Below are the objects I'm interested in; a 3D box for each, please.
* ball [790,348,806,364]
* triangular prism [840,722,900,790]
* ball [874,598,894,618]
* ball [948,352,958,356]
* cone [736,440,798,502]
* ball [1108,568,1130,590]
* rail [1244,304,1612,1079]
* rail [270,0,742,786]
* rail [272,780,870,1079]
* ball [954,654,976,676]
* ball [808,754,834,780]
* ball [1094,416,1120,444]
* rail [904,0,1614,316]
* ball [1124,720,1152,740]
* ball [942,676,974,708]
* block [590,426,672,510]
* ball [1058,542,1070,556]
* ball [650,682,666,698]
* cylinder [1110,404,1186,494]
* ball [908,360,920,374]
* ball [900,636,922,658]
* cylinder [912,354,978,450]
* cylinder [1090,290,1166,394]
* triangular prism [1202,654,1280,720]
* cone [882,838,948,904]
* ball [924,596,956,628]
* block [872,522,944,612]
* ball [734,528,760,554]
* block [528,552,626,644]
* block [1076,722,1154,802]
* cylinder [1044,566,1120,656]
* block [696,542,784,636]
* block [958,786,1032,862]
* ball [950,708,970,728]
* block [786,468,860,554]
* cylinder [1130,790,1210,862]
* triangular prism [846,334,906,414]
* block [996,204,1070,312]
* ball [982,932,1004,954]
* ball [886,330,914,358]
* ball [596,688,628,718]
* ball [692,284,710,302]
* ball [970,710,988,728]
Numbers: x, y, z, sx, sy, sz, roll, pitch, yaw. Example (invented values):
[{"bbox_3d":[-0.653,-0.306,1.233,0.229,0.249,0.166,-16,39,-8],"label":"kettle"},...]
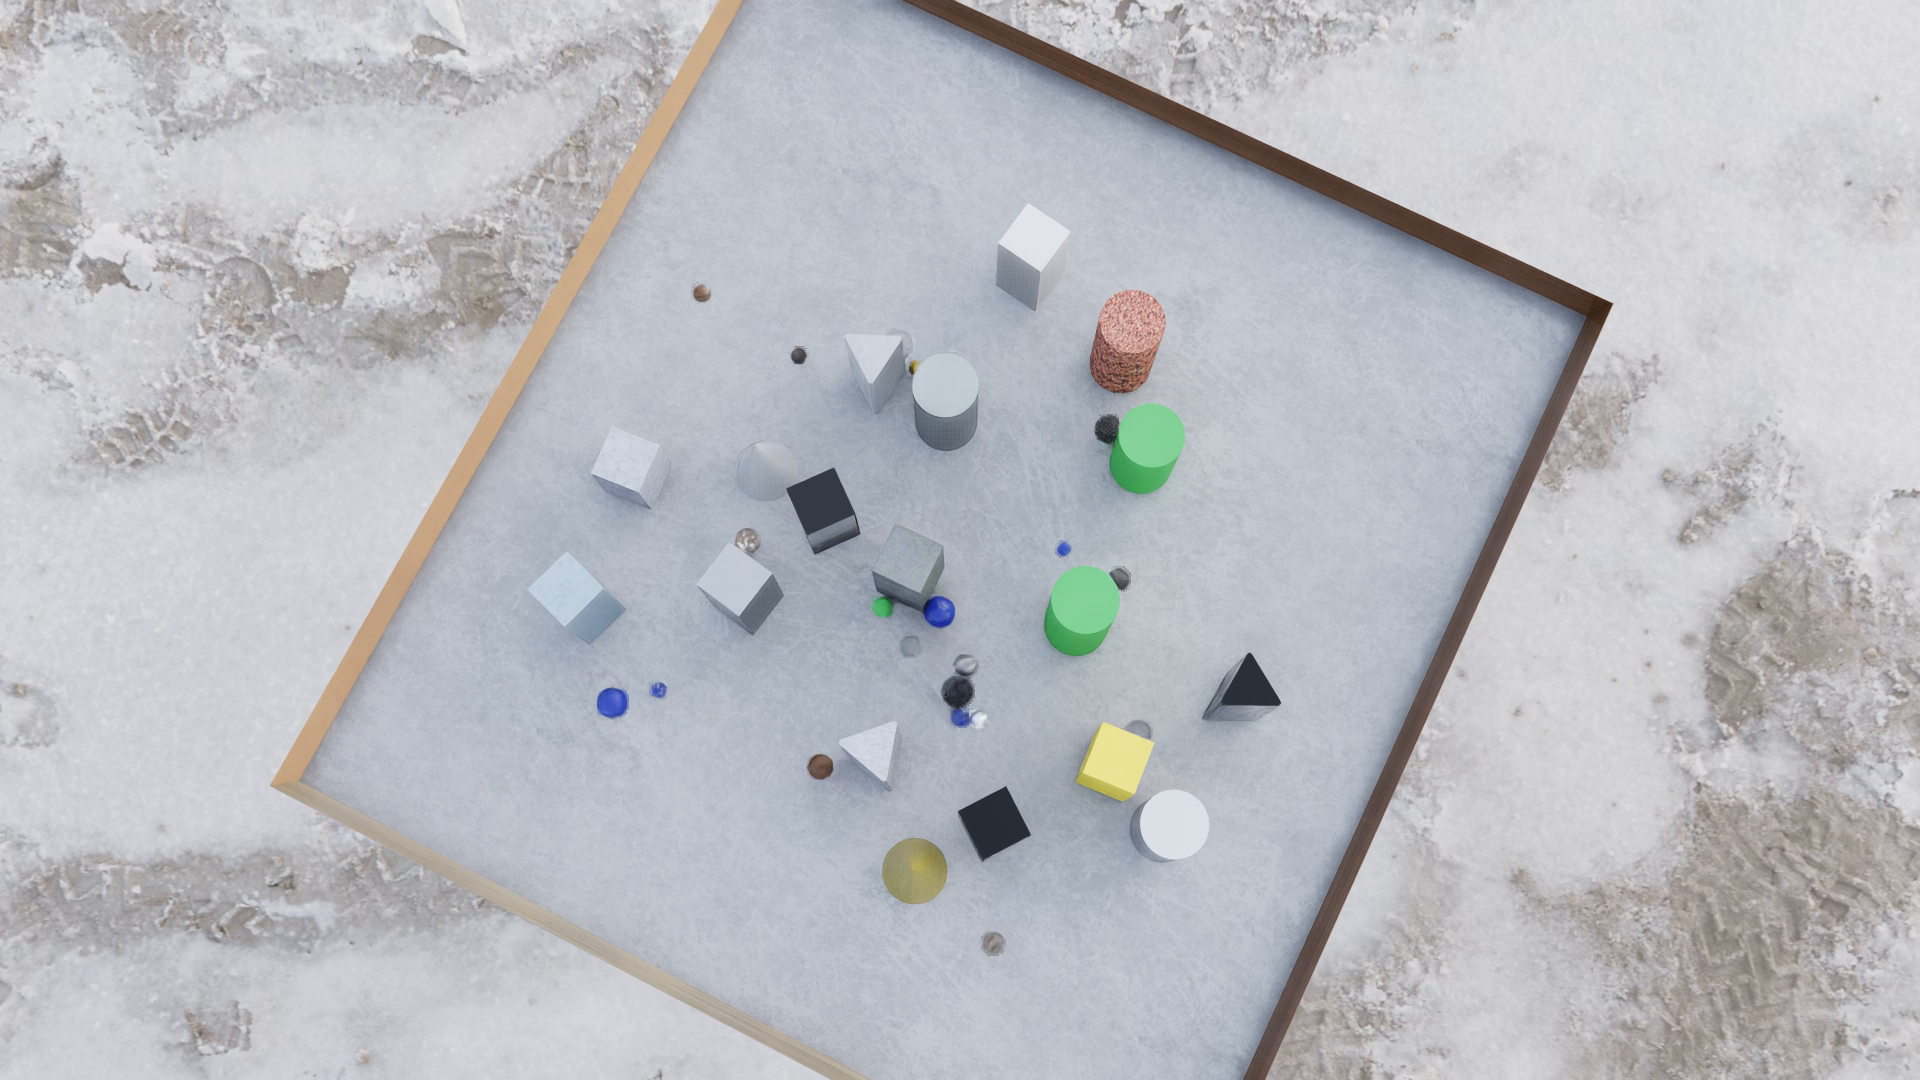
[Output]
[{"bbox_3d":[-0.503,-0.573,5.710,0.050,0.050,0.050,0,78,0],"label":"ball"},{"bbox_3d":[-0.224,0.600,5.276,0.168,0.423,0.145,40,81,8],"label":"triangular prism"},{"bbox_3d":[-0.231,0.204,5.542,0.063,0.063,0.063,0,78,0],"label":"ball"},{"bbox_3d":[-0.028,-0.544,5.690,0.076,0.076,0.076,0,78,0],"label":"ball"},{"bbox_3d":[-0.598,-0.247,5.501,0.193,0.326,0.193,0,78,0],"label":"cone"},{"bbox_3d":[0.480,0.120,5.557,0.069,0.069,0.069,0,78,0],"label":"ball"},{"bbox_3d":[1.294,0.640,5.419,0.045,0.126,3.121,26,80,5],"label":"rail"},{"bbox_3d":[-1.294,-0.627,5.681,0.045,0.126,3.121,26,80,5],"label":"rail"},{"bbox_3d":[-0.687,1.353,5.271,2.940,0.126,0.045,26,80,5],"label":"rail"},{"bbox_3d":[0.016,0.375,5.504,0.069,0.069,0.069,0,78,0],"label":"ball"},{"bbox_3d":[-0.414,0.673,5.439,0.076,0.076,0.076,0,78,0],"label":"ball"},{"bbox_3d":[0.456,-0.340,5.643,0.087,0.087,0.087,0,78,0],"label":"ball"},{"bbox_3d":[0.687,-1.339,5.828,2.940,0.126,0.045,26,80,5],"label":"rail"},{"bbox_3d":[0.528,0.578,5.453,0.085,0.085,0.085,0,78,0],"label":"ball"},{"bbox_3d":[-0.008,0.453,5.474,0.095,0.095,0.095,0,78,0],"label":"ball"},{"bbox_3d":[-0.991,-0.215,5.540,0.155,0.237,0.155,21,79,4],"label":"block"},{"bbox_3d":[0.317,0.027,5.590,0.042,0.042,0.042,0,78,0],"label":"ball"},{"bbox_3d":[-0.905,0.450,5.498,0.050,0.050,0.050,0,78,0],"label":"ball"},{"bbox_3d":[0.559,-0.271,5.501,0.193,0.335,0.193,0,78,0],"label":"cylinder"},{"bbox_3d":[-0.139,-0.537,5.707,0.041,0.041,0.041,0,78,0],"label":"ball"},{"bbox_3d":[-0.148,0.320,5.517,0.066,0.066,0.066,0,78,0],"label":"ball"},{"bbox_3d":[-0.042,-0.410,5.502,0.193,0.391,0.193,0,78,0],"label":"cylinder"},{"bbox_3d":[0.501,-0.593,5.528,0.193,0.414,0.193,0,78,0],"label":"cylinder"},{"bbox_3d":[0.812,0.427,5.323,0.168,0.402,0.145,0,78,0],"label":"triangular prism"},{"bbox_3d":[-0.133,0.940,5.233,0.193,0.370,0.193,0,78,0],"label":"cone"},{"bbox_3d":[-0.062,0.216,5.522,0.097,0.097,0.097,0,78,0],"label":"ball"},{"bbox_3d":[-0.150,0.086,5.423,0.155,0.345,0.155,25,79,5],"label":"block"},{"bbox_3d":[-0.647,0.004,5.576,0.078,0.078,0.078,0,78,0],"label":"ball"},{"bbox_3d":[-1.124,0.176,5.398,0.155,0.358,0.155,44,82,8],"label":"block"},{"bbox_3d":[0.444,0.645,5.302,0.155,0.354,0.155,22,79,4],"label":"block"},{"bbox_3d":[0.352,0.212,5.348,0.193,0.440,0.193,0,78,0],"label":"cylinder"},{"bbox_3d":[-0.644,0.148,5.400,0.155,0.363,0.155,36,81,7],"label":"block"},{"bbox_3d":[0.098,0.828,5.320,0.155,0.245,0.155,-27,80,-5],"label":"block"},{"bbox_3d":[-0.001,0.531,5.478,0.057,0.057,0.057,0,78,0],"label":"ball"},{"bbox_3d":[-0.407,-0.084,5.488,0.155,0.287,0.155,-24,79,-5],"label":"block"},{"bbox_3d":[0.600,0.828,5.281,0.193,0.321,0.193,0,78,0],"label":"cylinder"},{"bbox_3d":[-0.277,-0.531,5.552,0.145,0.341,0.168,32,80,6],"label":"triangular prism"},{"bbox_3d":[0.221,-0.859,5.607,0.155,0.367,0.155,35,80,7],"label":"block"},{"bbox_3d":[0.098,1.175,5.341,0.063,0.063,0.063,0,78,0],"label":"ball"},{"bbox_3d":[-0.192,-0.607,5.693,0.097,0.097,0.097,0,78,0],"label":"ball"},{"bbox_3d":[-1.038,0.485,5.470,0.091,0.091,0.091,0,78,0],"label":"ball"},{"bbox_3d":[-0.810,-0.773,5.748,0.056,0.056,0.056,0,78,0],"label":"ball"},{"bbox_3d":[0.055,0.537,5.478,0.055,0.055,0.055,0,78,0],"label":"ball"}]
